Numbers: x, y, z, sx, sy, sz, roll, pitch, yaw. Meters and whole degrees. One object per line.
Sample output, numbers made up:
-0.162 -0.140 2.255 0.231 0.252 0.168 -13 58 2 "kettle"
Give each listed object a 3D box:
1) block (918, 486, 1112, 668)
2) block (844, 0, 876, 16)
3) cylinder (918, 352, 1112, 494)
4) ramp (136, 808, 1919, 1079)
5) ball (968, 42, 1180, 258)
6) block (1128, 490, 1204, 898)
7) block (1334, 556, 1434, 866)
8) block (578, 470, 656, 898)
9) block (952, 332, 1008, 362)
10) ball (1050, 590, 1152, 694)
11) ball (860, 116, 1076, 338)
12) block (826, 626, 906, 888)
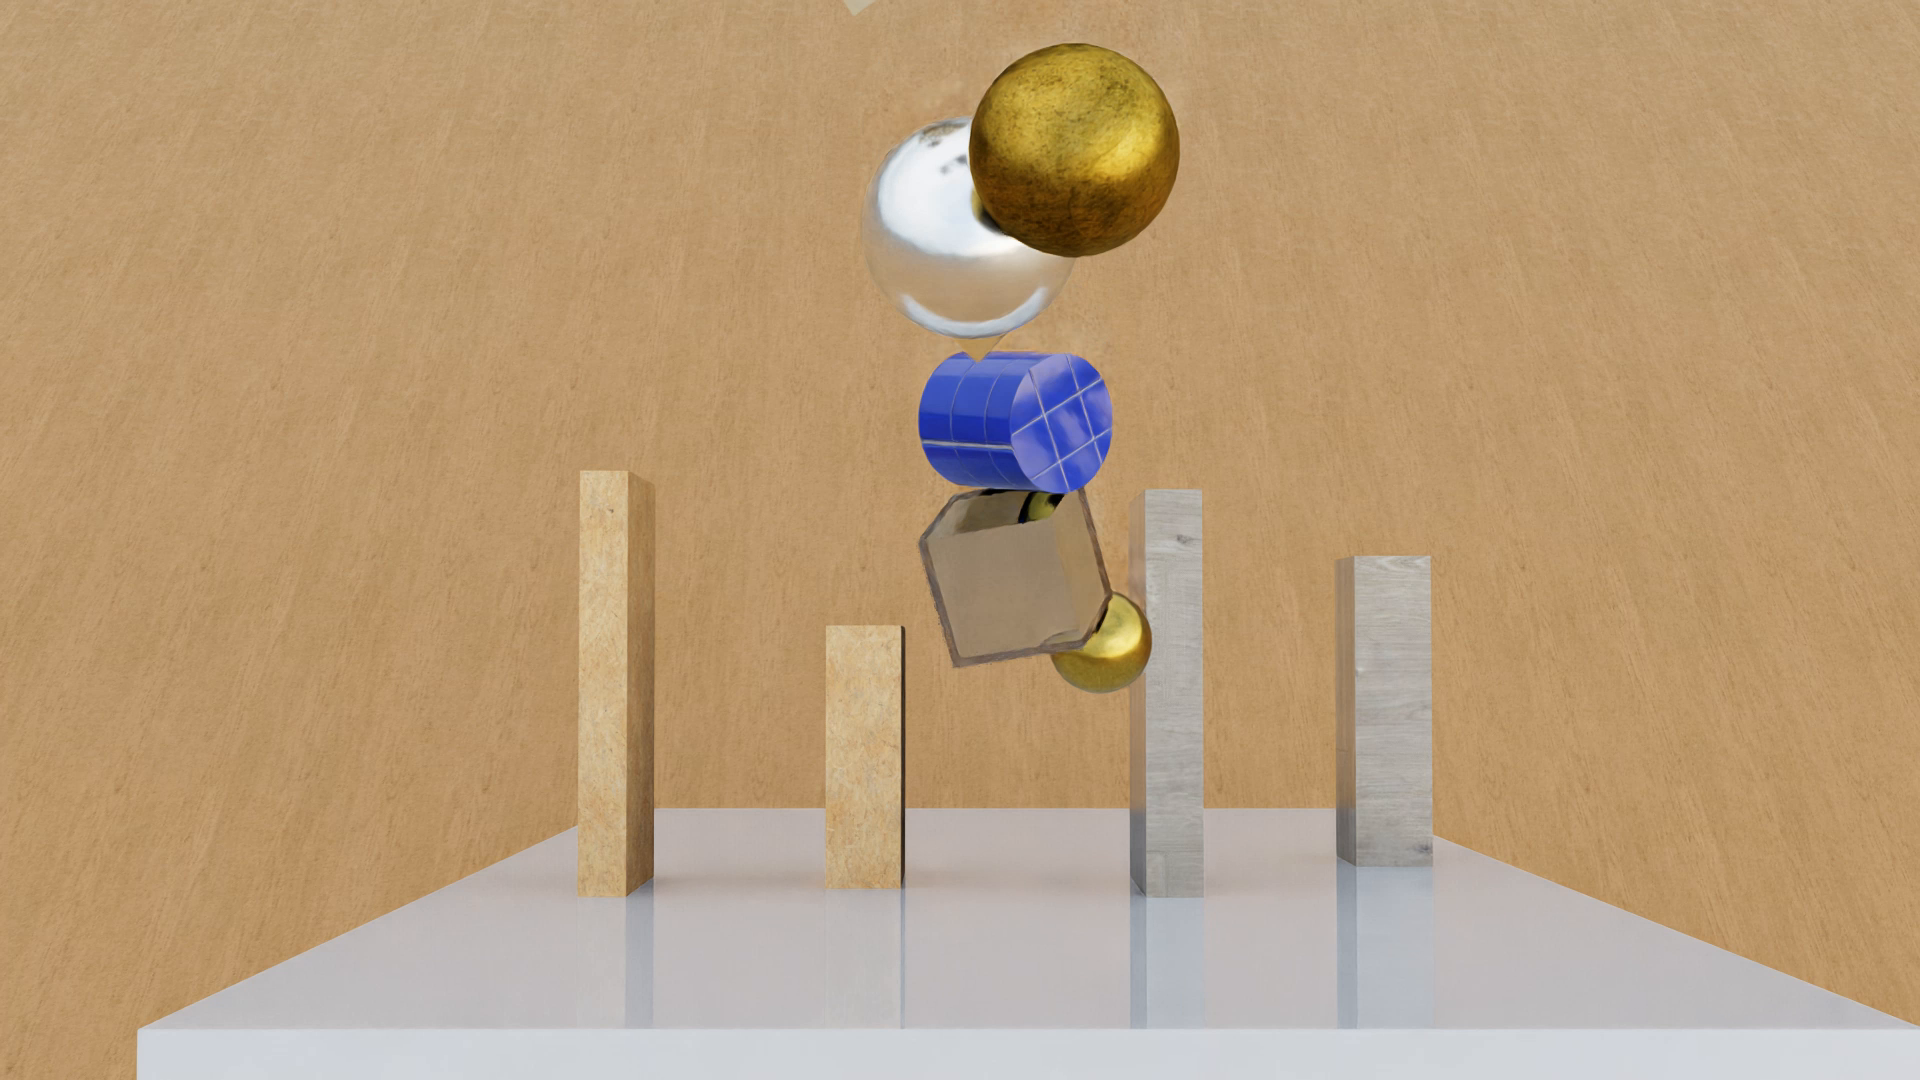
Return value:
0.071 0.036 3.217 0.169 0.169 0.169 -10 18 19 "block"
-0.078 -0.604 2.500 0.128 0.128 0.128 -31 15 18 "block"
0.068 -0.147 3.204 0.170 0.170 0.170 -31 23 -35 "cylinder"
0.080 0.680 4.903 2.000 0.100 4.000 0 -2 0 "ramp"
0.097 -0.331 2.209 0.180 0.180 0.180 0 37 0 "ball"
0.367 0.271 4.667 0.098 0.698 0.431 0 -2 0 "block"
0.847 0.339 5.212 0.149 0.606 0.270 0 -2 0 "block"
-0.613 0.254 4.670 0.083 0.731 0.407 0 -2 0 "block"
0.030 -0.283 2.840 0.109 0.109 0.109 44 69 -2 "block"
0.180 0.130 3.338 0.135 0.135 0.135 0 37 0 "ball"
0.009 -0.286 2.381 0.203 0.203 0.203 0 37 0 "ball"
-0.172 0.393 4.804 0.133 0.466 0.387 0 -2 0 "block"
